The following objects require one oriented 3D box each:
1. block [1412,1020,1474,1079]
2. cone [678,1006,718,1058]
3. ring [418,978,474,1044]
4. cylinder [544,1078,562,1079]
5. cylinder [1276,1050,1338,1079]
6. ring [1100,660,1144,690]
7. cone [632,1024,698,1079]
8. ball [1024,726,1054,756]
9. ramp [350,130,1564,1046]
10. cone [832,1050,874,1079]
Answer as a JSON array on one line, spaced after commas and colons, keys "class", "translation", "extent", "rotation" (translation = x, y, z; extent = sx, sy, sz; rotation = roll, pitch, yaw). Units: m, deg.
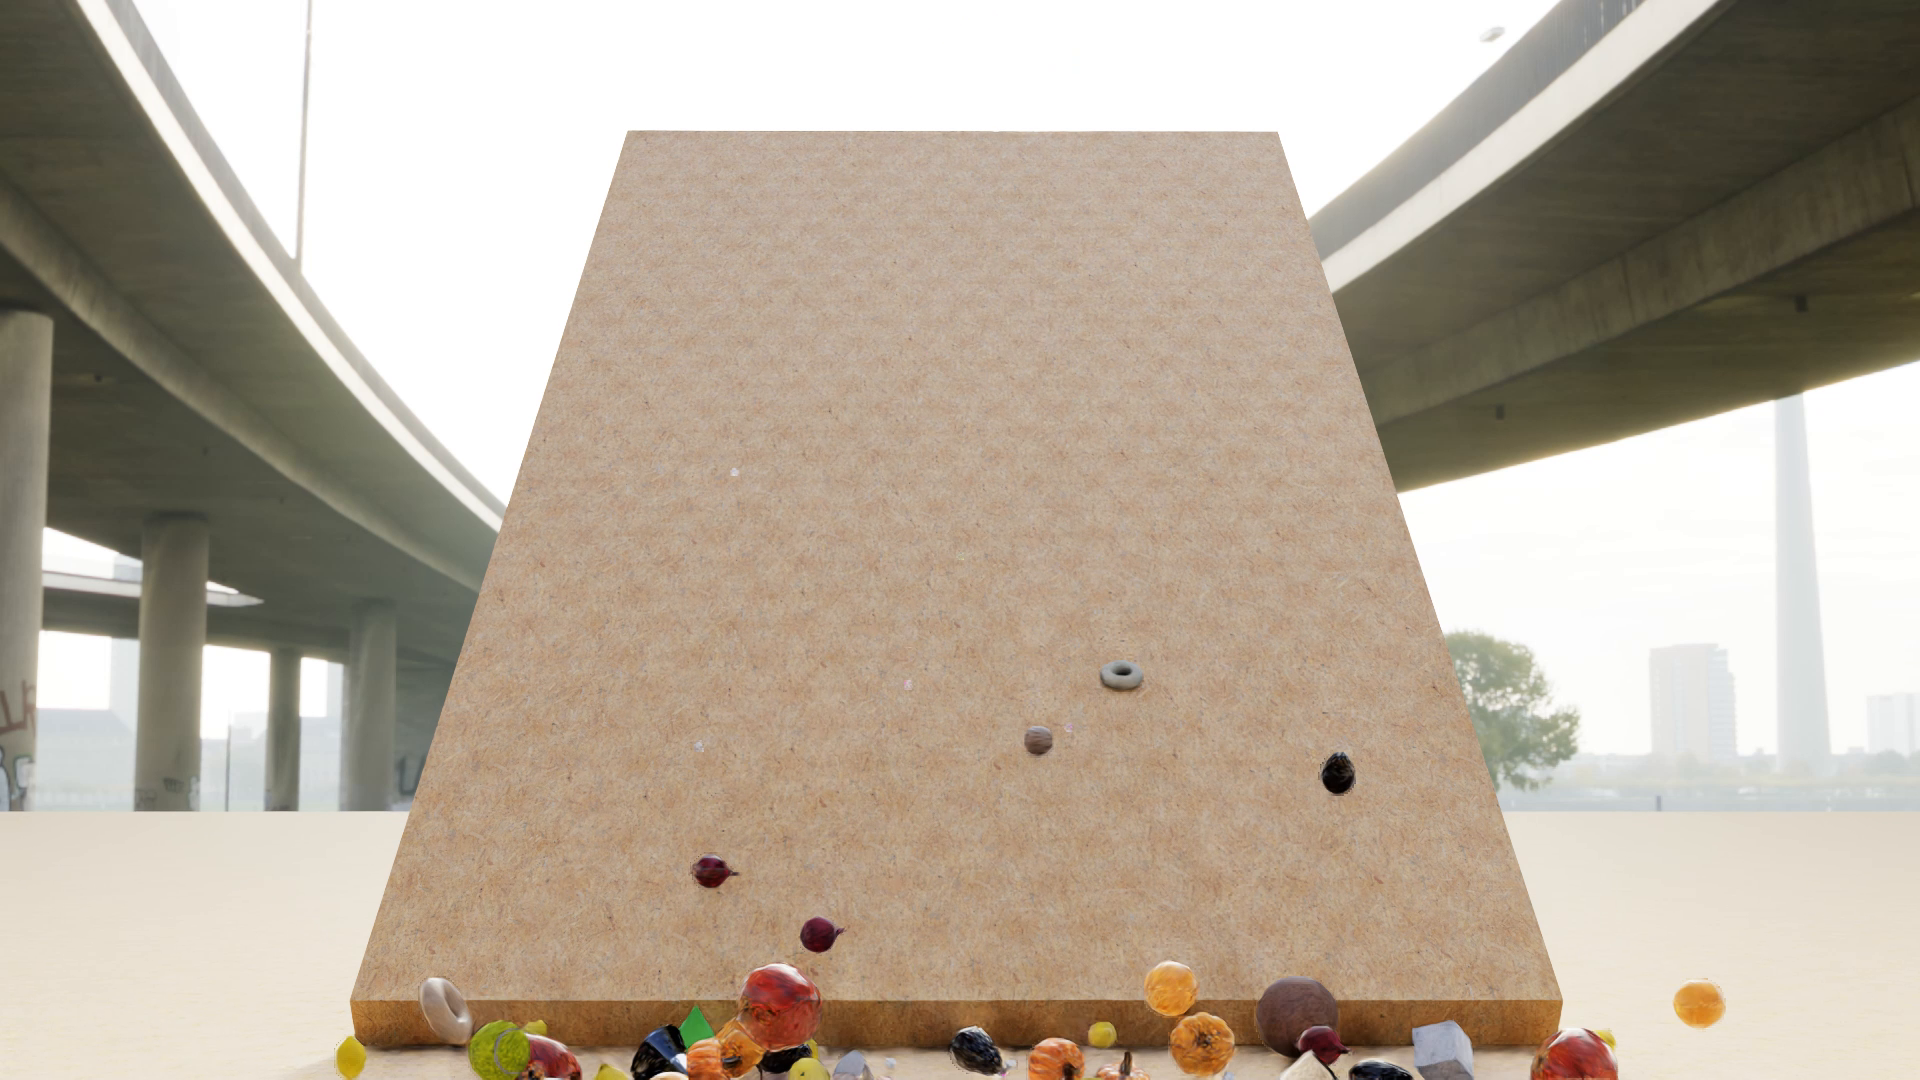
[{"class": "block", "translation": [0.673, 0.716, 3.373], "extent": [0.061, 0.061, 0.061], "rotation": [-19, -47, 26]}, {"class": "cone", "translation": [-0.422, 0.772, 3.858], "extent": [0.077, 0.077, 0.077], "rotation": [4, 26, -2]}, {"class": "ring", "translation": [-0.756, 0.693, 3.563], "extent": [0.036, 0.107, 0.107], "rotation": [-33, -11, 6]}, {"class": "cylinder", "translation": [-0.408, 0.586, 2.417], "extent": [0.067, 0.067, 0.067], "rotation": [-5, 32, 3]}, {"class": "cylinder", "translation": [0.374, 0.614, 2.606], "extent": [0.091, 0.091, 0.091], "rotation": [-41, -4, -5]}, {"class": "ring", "translation": [0.320, 0.268, 4.800], "extent": [0.086, 0.029, 0.086], "rotation": [0, 29, 0]}, {"class": "cone", "translation": [-0.403, 0.760, 3.466], "extent": [0.095, 0.095, 0.095], "rotation": [28, 11, 34]}, {"class": "ball", "translation": [0.148, 0.379, 4.581], "extent": [0.056, 0.056, 0.056], "rotation": [0, -6, 0]}, {"class": "ramp", "translation": [-0.013, -0.207, 5.739], "extent": [2.000, 0.100, 4.000], "rotation": [0, 30, 0]}, {"class": "cone", "translation": [-0.135, 0.761, 3.406], "extent": [0.063, 0.063, 0.063], "rotation": [36, -26, -31]}]
